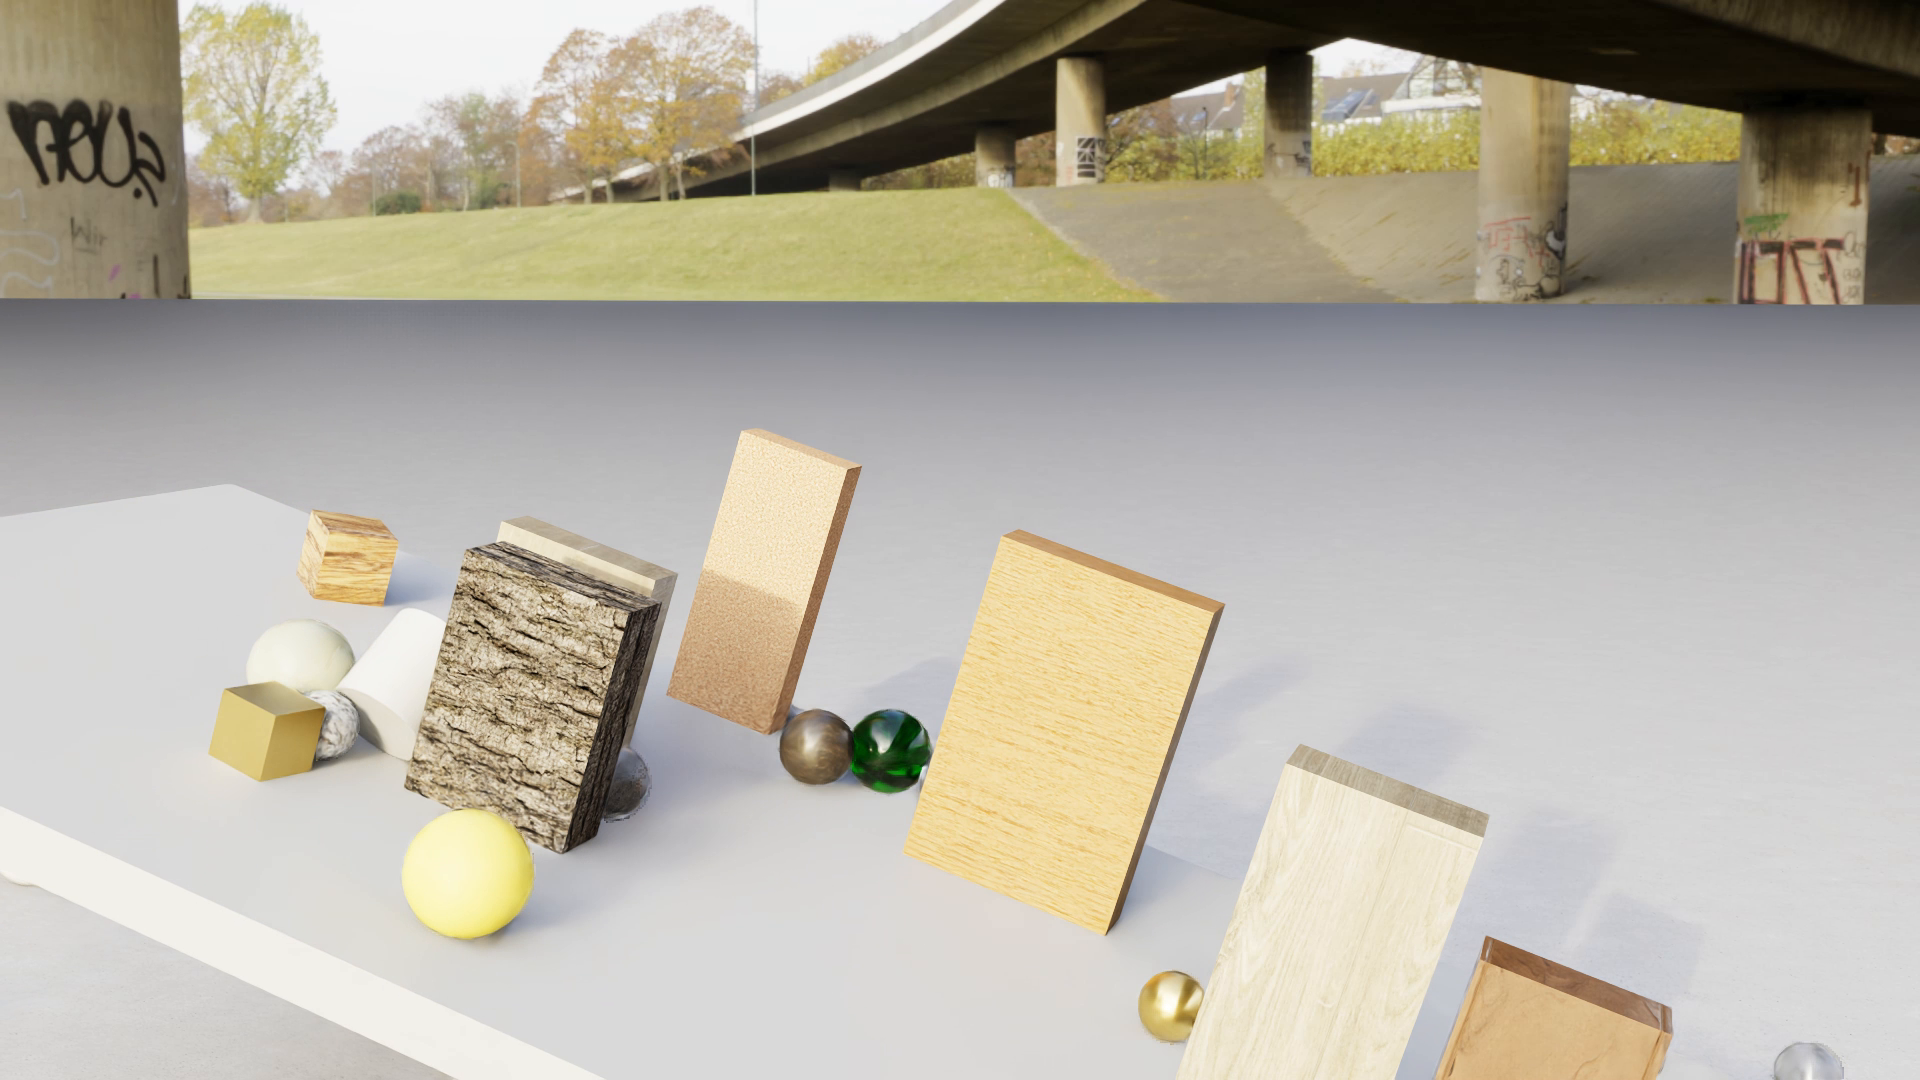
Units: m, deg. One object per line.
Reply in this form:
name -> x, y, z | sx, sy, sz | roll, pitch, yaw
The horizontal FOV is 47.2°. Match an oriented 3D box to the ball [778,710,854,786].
ball -> -0.308, 0.447, 4.737 | 0.164, 0.164, 0.164 | 0, 7, 0

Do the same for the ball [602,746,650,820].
ball -> -0.667, 0.463, 4.206 | 0.144, 0.144, 0.144 | 0, 7, 0

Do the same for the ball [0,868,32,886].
ball -> -2.829, 0.959, 6.679 | 0.178, 0.178, 0.178 | 0, 7, 0

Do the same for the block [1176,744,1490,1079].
block -> 0.556, 0.710, 3.442 | 0.310, 0.700, 0.149 | 20, 12, 14

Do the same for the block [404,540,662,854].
block -> -0.787, 0.286, 4.044 | 0.337, 0.471, 0.141 | 20, 12, 14

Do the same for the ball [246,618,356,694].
ball -> -1.257, 0.250, 4.201 | 0.203, 0.203, 0.203 | 0, 7, 0

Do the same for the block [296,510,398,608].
block -> -1.408, 0.042, 5.052 | 0.161, 0.161, 0.161 | 9, 14, -33

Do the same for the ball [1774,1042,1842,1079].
ball -> 1.795, 1.132, 4.657 | 0.137, 0.137, 0.137 | 0, 7, 0

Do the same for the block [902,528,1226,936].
block -> 0.205, 0.385, 4.449 | 0.449, 0.696, 0.127 | 20, 12, 14

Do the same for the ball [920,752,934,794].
ball -> 0.009, 0.528, 4.747 | 0.195, 0.195, 0.195 | 0, 7, 0

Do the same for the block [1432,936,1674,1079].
block -> 0.790, 0.902, 3.176 | 0.275, 0.583, 0.121 | 20, 12, 14

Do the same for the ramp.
ramp -> -0.360, 0.684, 4.228 | 4.000, 0.100, 2.000 | 20, 12, 14

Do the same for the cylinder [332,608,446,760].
cylinder -> -1.046, 0.274, 4.177 | 0.204, 0.204, 0.204 | 5, 47, 36

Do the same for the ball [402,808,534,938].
ball -> -0.791, 0.536, 3.536 | 0.206, 0.206, 0.206 | 0, 7, 0

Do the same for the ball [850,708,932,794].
ball -> -0.155, 0.463, 4.818 | 0.186, 0.186, 0.186 | 0, 7, 0

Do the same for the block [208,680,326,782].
block -> -1.249, 0.343, 3.965 | 0.128, 0.128, 0.128 | 22, 13, 23

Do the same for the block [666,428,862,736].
block -> -0.447, 0.094, 4.997 | 0.263, 0.641, 0.099 | 20, 12, 14

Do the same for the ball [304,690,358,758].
ball -> -1.182, 0.341, 4.074 | 0.127, 0.127, 0.127 | 0, 7, 0

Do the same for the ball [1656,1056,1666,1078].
ball -> 1.380, 1.053, 4.488 | 0.112, 0.112, 0.112 | 0, 7, 0

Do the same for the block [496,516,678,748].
block -> -0.797, 0.221, 4.402 | 0.346, 0.442, 0.108 | 20, 12, 14

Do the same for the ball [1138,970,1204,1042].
ball -> 0.386, 0.845, 3.988 | 0.127, 0.127, 0.127 | 0, 7, 0
